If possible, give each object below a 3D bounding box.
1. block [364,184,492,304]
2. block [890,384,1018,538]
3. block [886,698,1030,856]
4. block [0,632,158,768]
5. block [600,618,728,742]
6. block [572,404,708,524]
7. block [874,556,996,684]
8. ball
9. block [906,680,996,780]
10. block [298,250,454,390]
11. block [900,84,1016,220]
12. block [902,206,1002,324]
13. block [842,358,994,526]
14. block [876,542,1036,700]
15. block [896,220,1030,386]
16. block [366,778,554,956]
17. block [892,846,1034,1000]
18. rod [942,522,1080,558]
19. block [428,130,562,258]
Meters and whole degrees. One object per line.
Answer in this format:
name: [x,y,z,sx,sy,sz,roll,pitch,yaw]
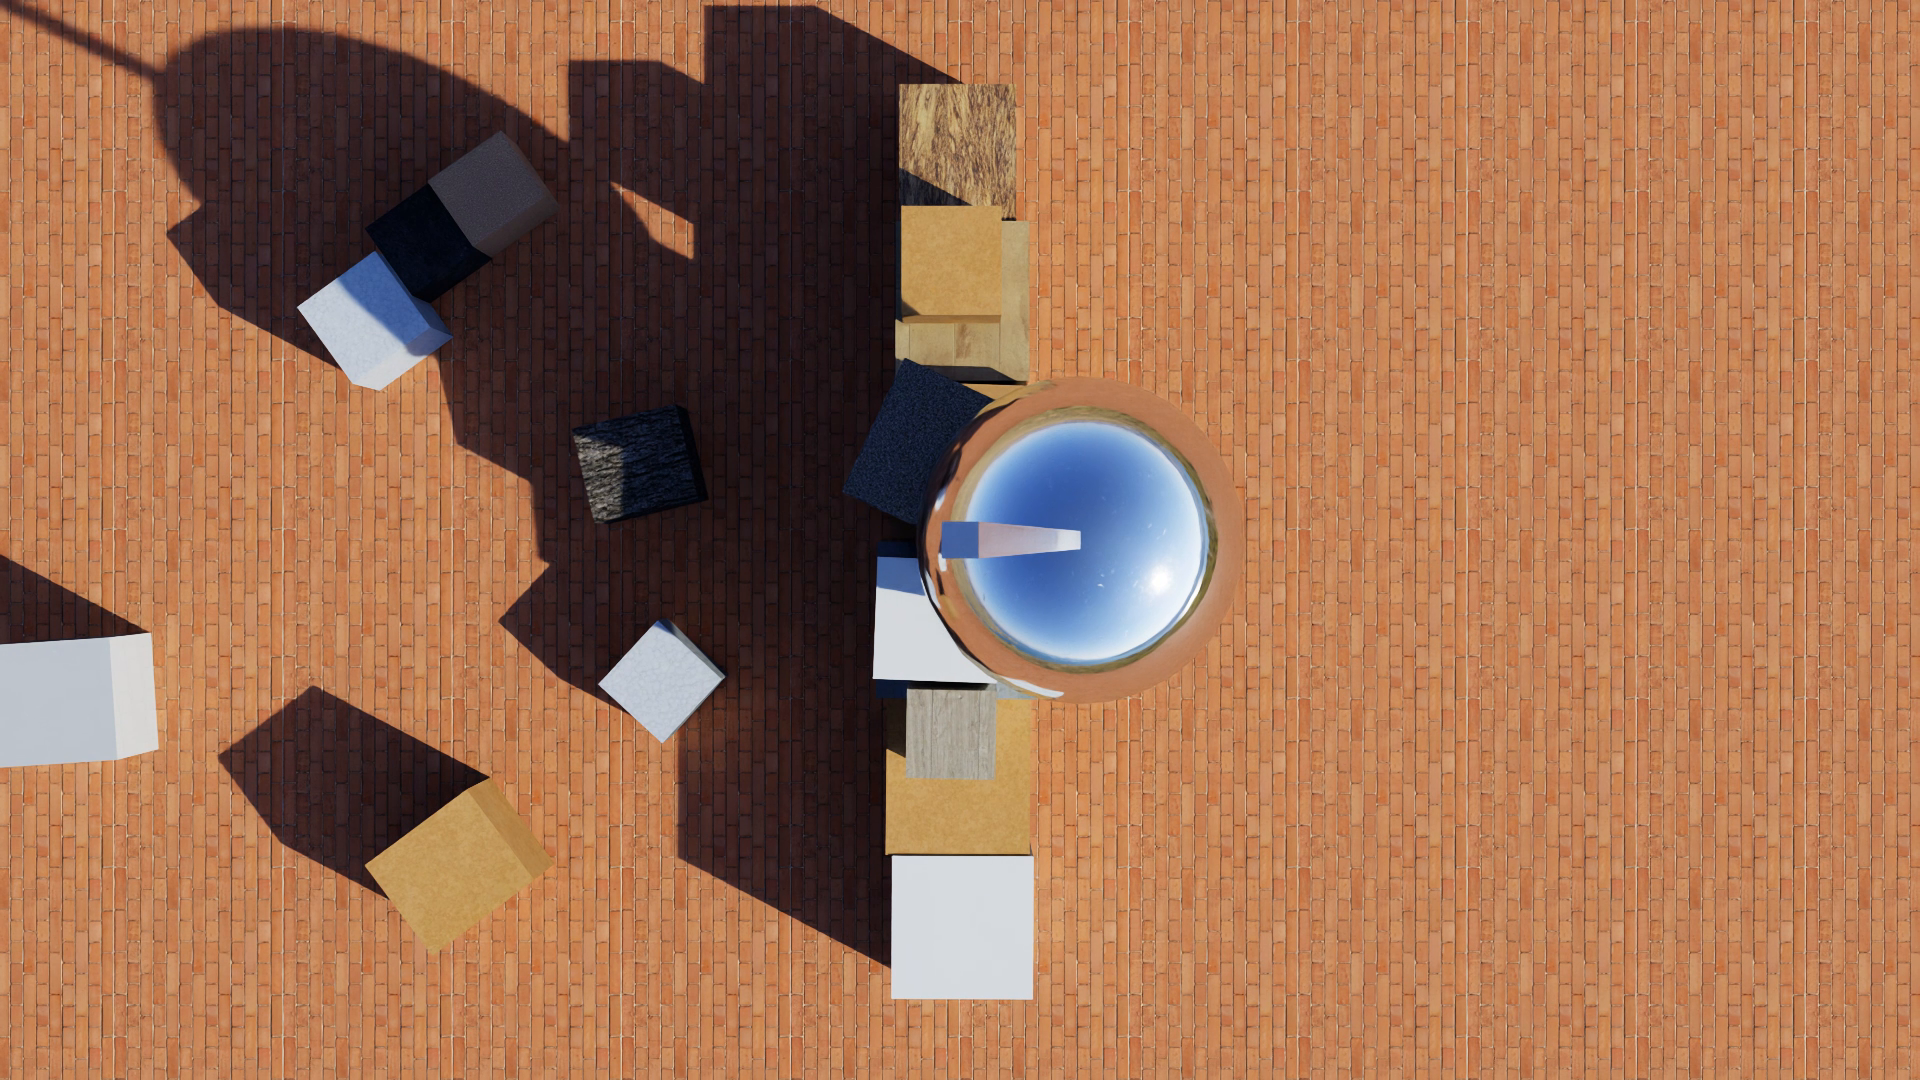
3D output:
block: [-3.086,-1.721,12.789,0.452,0.423,0.471,-35,90,0]
block: [0.000,-0.431,12.565,0.748,0.871,0.861,2,90,0]
block: [-0.010,1.318,12.619,0.801,0.763,0.874,0,90,0]
block: [-5.105,0.915,12.682,0.691,0.636,0.689,-4,90,0]
block: [-1.720,0.812,12.800,0.498,0.400,0.501,43,90,0]
block: [-1.841,-0.433,12.728,0.605,0.545,0.549,-14,90,0]
block: [-0.120,0.421,11.892,0.652,0.639,0.641,2,90,0]
ball: [0.581,0.000,10.704,1.600,1.600,1.600,0,90,0]
block: [-0.046,1.010,11.935,0.476,0.569,0.475,1,94,0]
block: [-3.368,-1.259,12.711,0.543,0.578,0.535,-36,90,0]
block: [-0.012,-2.169,12.647,0.656,0.707,0.760,0,90,0]
block: [-0.046,-1.500,12.028,0.536,0.473,0.584,0,90,0]
block: [-0.100,-0.434,11.760,0.775,0.740,0.769,25,90,0]
block: [-0.015,0.447,12.605,0.896,0.789,0.868,0,90,0]
block: [0.013,-1.334,12.632,0.747,0.736,0.891,0,90,0]
block: [-2.872,1.872,12.684,0.715,0.632,0.636,-37,90,0]
block: [0.014,2.154,12.611,0.787,0.778,0.794,0,90,0]
rod: [0.252,0.000,7.320,0.080,5.200,0.080,0,90,6]
block: [-2.692,-2.000,12.753,0.507,0.494,0.455,-35,90,0]
